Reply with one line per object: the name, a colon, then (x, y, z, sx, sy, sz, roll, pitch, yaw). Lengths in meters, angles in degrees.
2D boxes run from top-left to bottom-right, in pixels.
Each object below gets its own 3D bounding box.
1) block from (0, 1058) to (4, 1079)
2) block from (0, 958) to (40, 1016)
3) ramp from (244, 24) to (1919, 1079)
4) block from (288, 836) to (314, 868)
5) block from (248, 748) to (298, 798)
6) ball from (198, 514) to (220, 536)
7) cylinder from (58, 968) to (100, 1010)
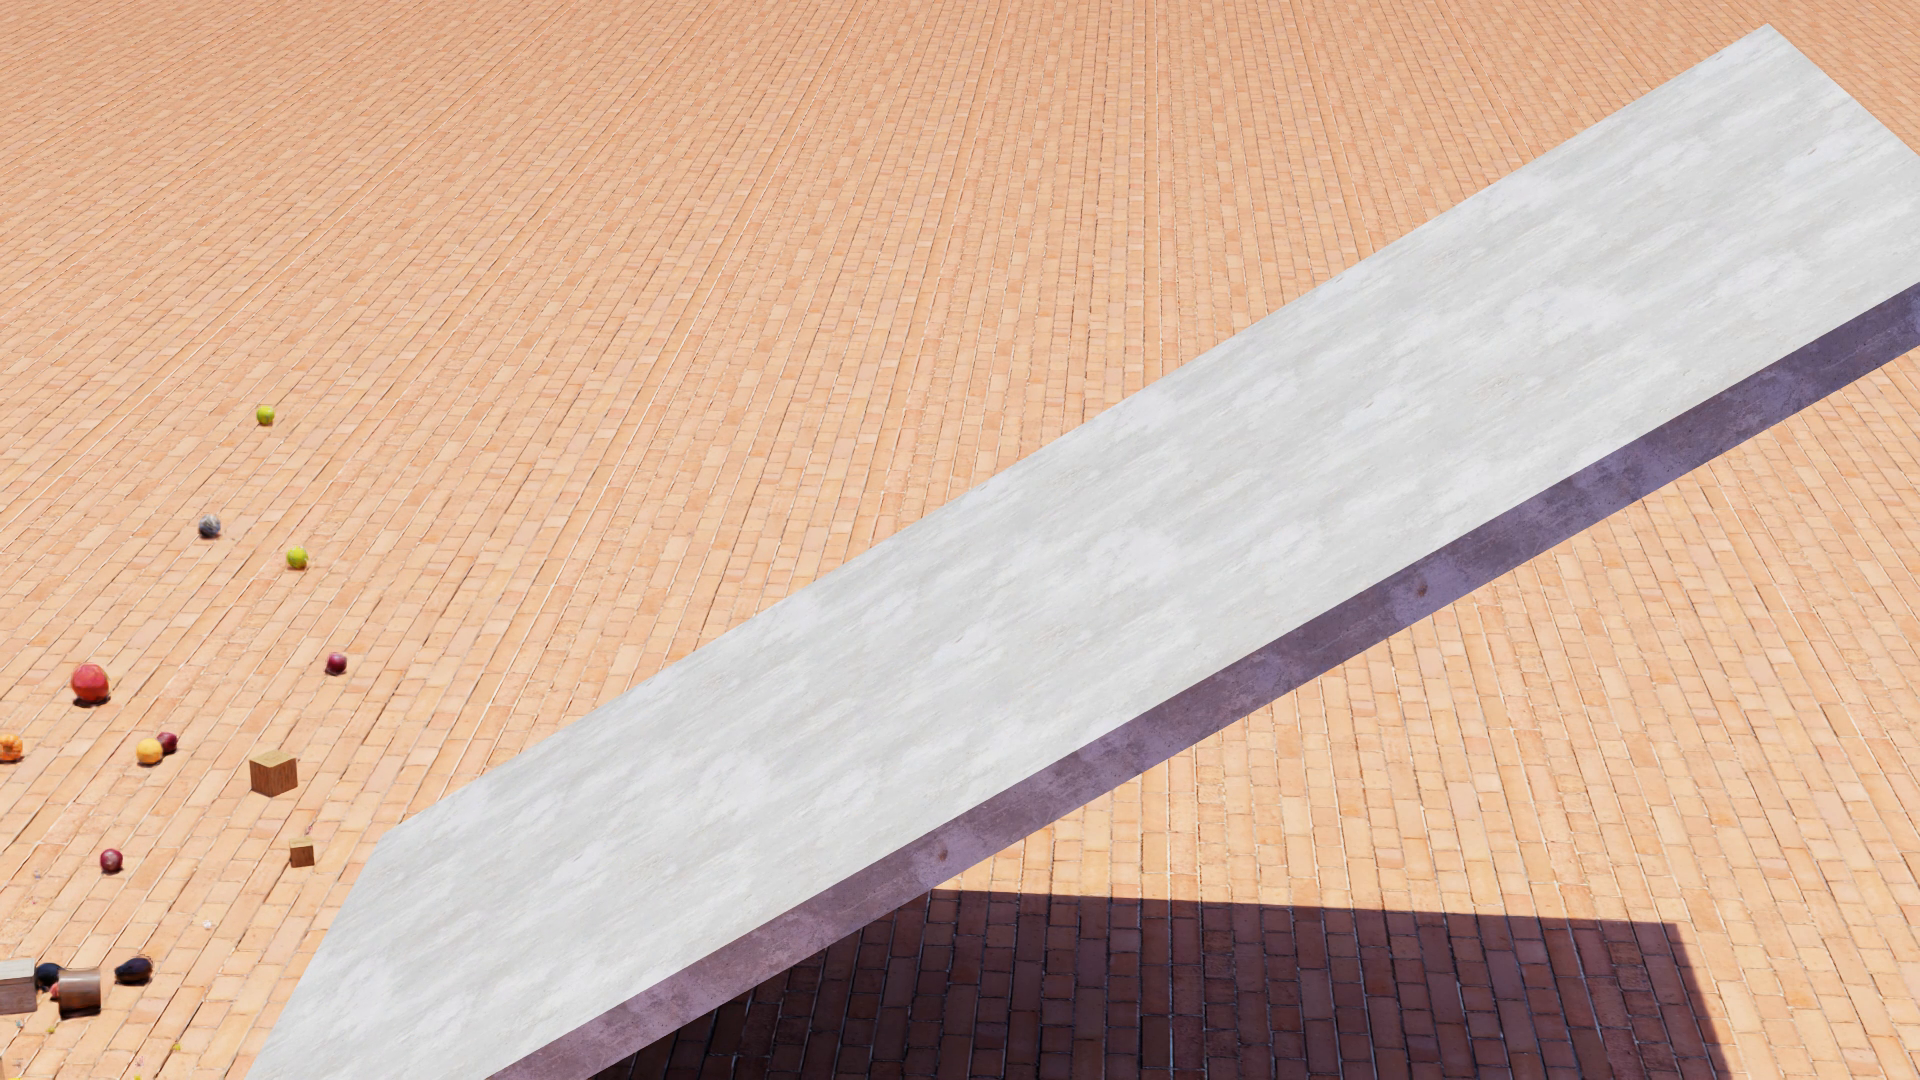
block: (-2.187, 1.217, 6.547, 0.094, 0.094, 0.094, -1, 20, -2)
block: (-2.241, 1.060, 6.983, 0.093, 0.093, 0.093, -5, 20, -13)
ramp: (0.140, 0.170, 6.292, 4.000, 0.100, 2.000, -30, 15, 13)
block: (-1.725, 0.817, 7.707, 0.058, 0.058, 0.058, -6, 21, -16)
block: (-1.899, 0.645, 8.136, 0.090, 0.090, 0.090, 15, 25, 36)
ball: (-2.571, -0.049, 10.074, 0.076, 0.076, 0.076, 0, 20, 0)
cylinder: (-2.084, 1.064, 6.962, 0.093, 0.093, 0.093, -1, 19, -18)
